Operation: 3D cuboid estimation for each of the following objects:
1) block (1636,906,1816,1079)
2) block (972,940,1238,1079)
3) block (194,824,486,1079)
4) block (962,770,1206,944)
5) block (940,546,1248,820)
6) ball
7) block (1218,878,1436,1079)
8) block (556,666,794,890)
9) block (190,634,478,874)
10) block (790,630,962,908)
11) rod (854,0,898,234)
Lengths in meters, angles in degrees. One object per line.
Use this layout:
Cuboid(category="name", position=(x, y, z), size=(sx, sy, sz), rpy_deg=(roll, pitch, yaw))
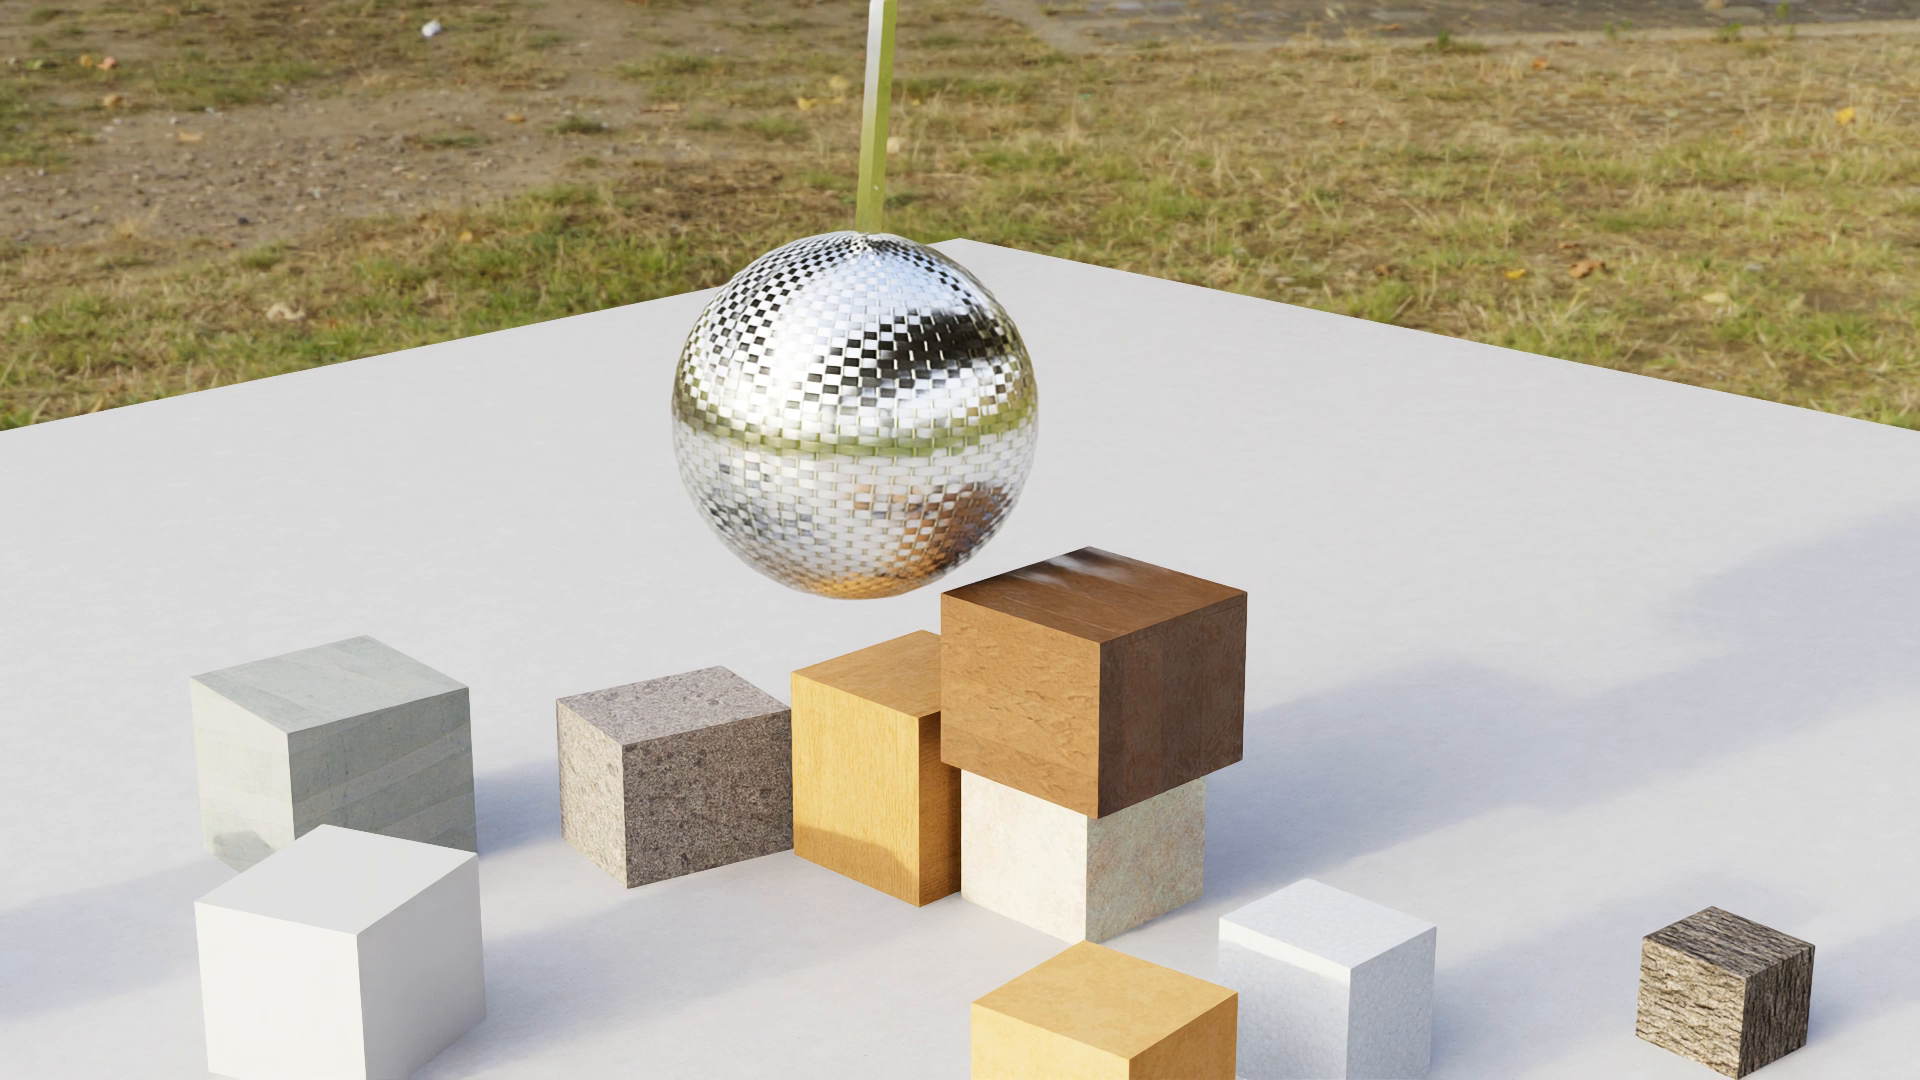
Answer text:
Cuboid(category="block", position=(3.082, 1.819, 11.819), size=(0.465, 0.443, 0.494), rpy_deg=(-14, 22, -38))
Cuboid(category="block", position=(0.529, 2.004, 10.773), size=(0.703, 0.716, 0.682), rpy_deg=(14, 22, 37))
Cuboid(category="block", position=(-2.466, 1.688, 11.748), size=(0.754, 0.735, 0.844), rpy_deg=(8, 19, 23))
Cuboid(category="block", position=(0.552, 1.265, 13.116), size=(0.755, 0.722, 0.786), rpy_deg=(17, 24, 42))
Cuboid(category="block", position=(0.578, 0.596, 12.740), size=(0.926, 0.779, 0.947), rpy_deg=(17, 24, 42))
Cuboid(category="ball", position=(-0.453, -0.536, 12.698), size=(1.600, 1.600, 1.600), rpy_deg=(0, 17, 0))
Cuboid(category="block", position=(1.438, 1.797, 11.552), size=(0.644, 0.644, 0.545), rpy_deg=(17, 24, 42))
Cuboid(category="block", position=(-1.329, 1.093, 13.701), size=(0.870, 0.699, 0.700), rpy_deg=(-11, 20, -31))
Cuboid(category="block", position=(-2.890, 1.058, 13.546), size=(0.914, 0.859, 0.941), rpy_deg=(-14, 22, -38))
Cuboid(category="block", position=(-0.181, 1.035, 13.543), size=(0.840, 0.905, 0.836), rpy_deg=(-17, 24, -42))
Cuboid(category="rod", position=(-0.196, -3.838, 11.930), size=(0.080, 5.200, 0.080), rpy_deg=(17, 18, 42))
